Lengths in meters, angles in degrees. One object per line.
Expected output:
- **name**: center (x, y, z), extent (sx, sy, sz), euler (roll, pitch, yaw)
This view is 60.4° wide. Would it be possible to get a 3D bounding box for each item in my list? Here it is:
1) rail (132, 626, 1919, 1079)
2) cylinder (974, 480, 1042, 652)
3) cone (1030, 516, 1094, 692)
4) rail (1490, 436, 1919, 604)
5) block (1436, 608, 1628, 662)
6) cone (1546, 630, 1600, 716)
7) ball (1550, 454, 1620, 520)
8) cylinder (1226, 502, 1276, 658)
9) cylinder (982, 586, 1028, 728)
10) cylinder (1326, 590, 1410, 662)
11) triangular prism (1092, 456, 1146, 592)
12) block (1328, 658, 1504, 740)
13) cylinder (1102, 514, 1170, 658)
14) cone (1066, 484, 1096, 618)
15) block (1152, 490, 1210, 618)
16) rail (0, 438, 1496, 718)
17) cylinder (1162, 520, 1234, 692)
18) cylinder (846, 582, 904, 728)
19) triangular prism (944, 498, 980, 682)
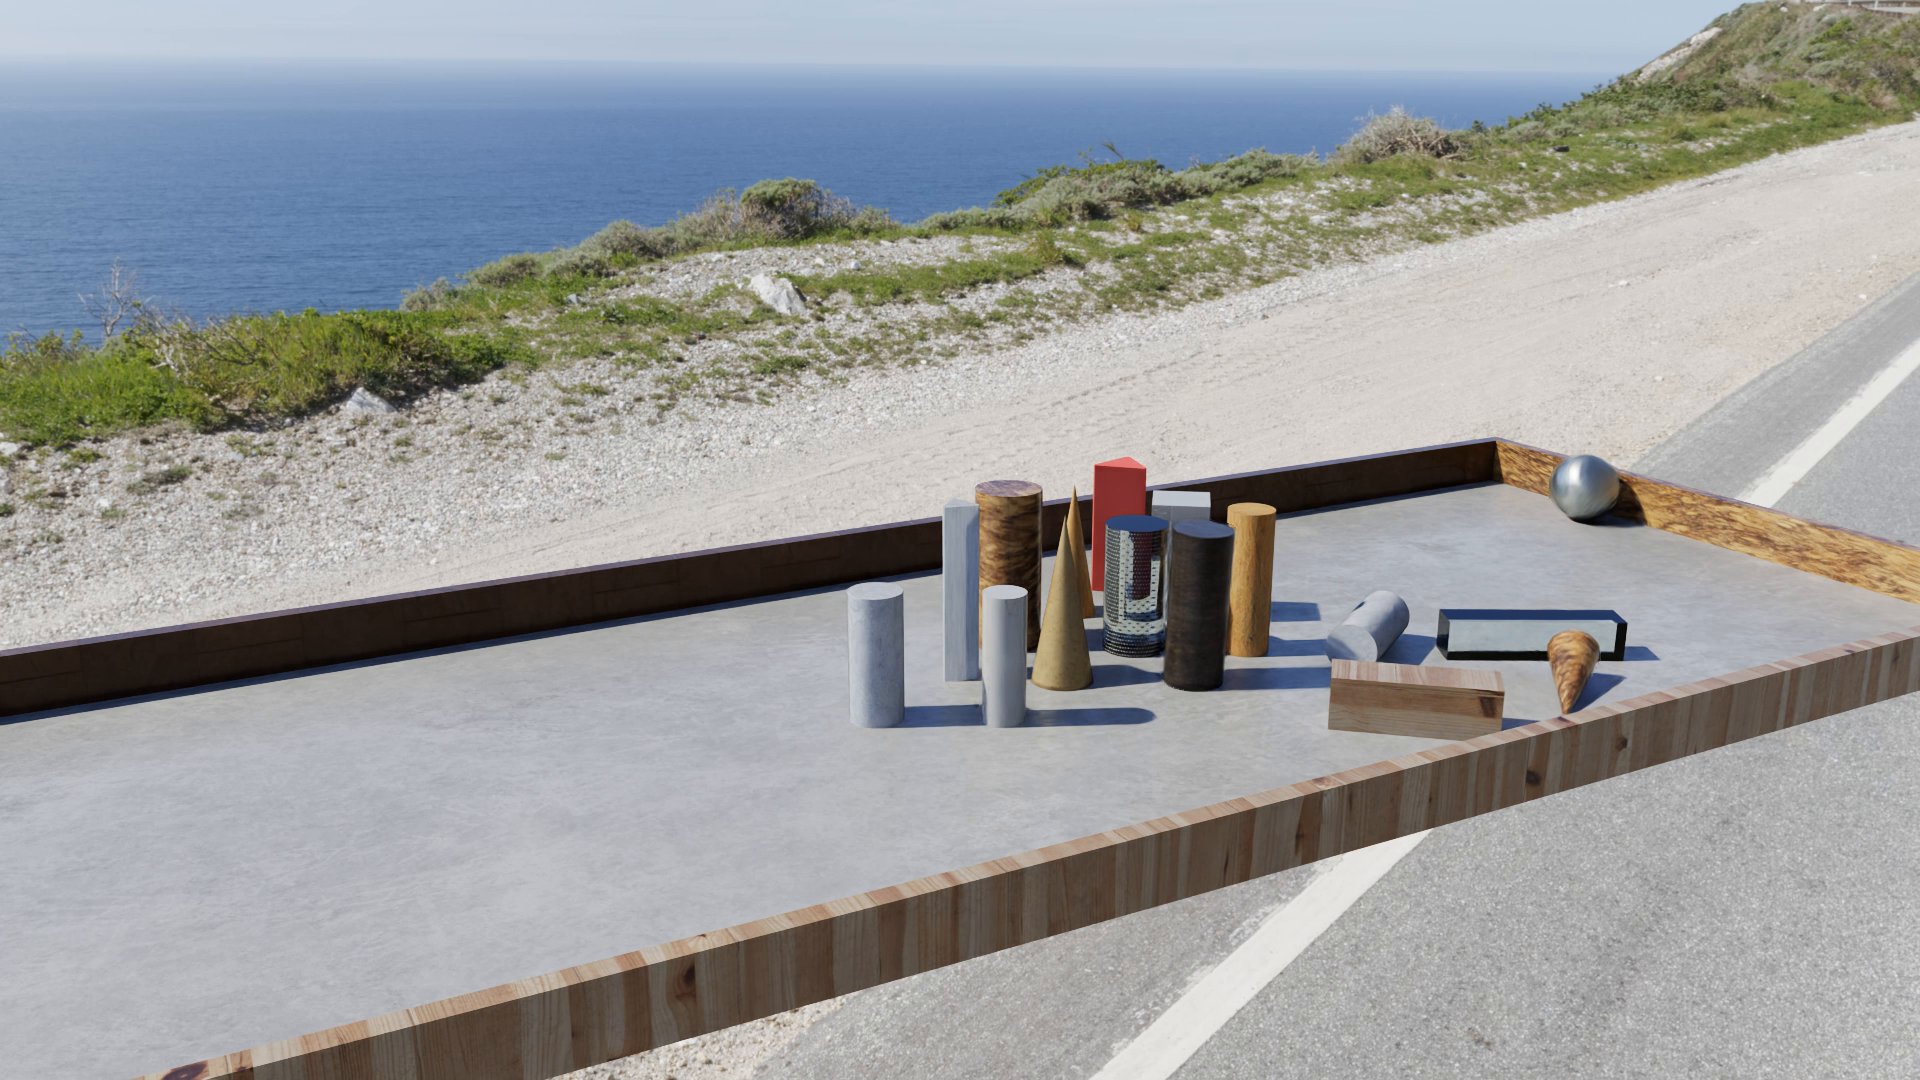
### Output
- **rail**: center (-2.336, 1.006, 1.665), extent (12.000, 0.150, 0.050), euler (-9, 18, -27)
- **cylinder**: center (0.127, 0.069, 4.363), extent (0.178, 0.427, 0.178), euler (0, 16, 0)
- **cone**: center (0.257, 0.145, 4.095), extent (0.159, 0.433, 0.159), euler (0, 16, 0)
- **rail**: center (2.466, -0.048, 5.253), extent (0.050, 0.150, 2.100), euler (-9, 18, -27)
- **block**: center (1.495, 0.249, 4.321), extent (0.456, 0.105, 0.105), euler (0, 16, 1)
- **cone**: center (1.489, 0.356, 4.033), extent (0.126, 0.126, 0.340), euler (6, 28, 21)
- **ball**: center (2.111, -0.177, 5.565), extent (0.221, 0.221, 0.221), euler (0, 16, 0)
- **cylinder**: center (0.754, 0.105, 4.314), extent (0.124, 0.386, 0.124), euler (0, 16, 0)
- **cylinder**: center (0.104, 0.273, 3.862), extent (0.105, 0.318, 0.105), euler (0, 16, 0)
- **cylinder**: center (1.067, 0.239, 4.305), extent (0.133, 0.133, 0.315), euler (9, 19, 28)
- **triangular prism**: center (0.476, -0.046, 4.839), extent (0.150, 0.379, 0.130), euler (5, 17, 16)
- **block**: center (1.060, 0.375, 3.851), extent (0.384, 0.129, 0.129), euler (4, 17, 12)
- **cylinder**: center (0.461, 0.121, 4.337), extent (0.166, 0.342, 0.166), euler (0, 16, 0)
- **cone**: center (0.317, 0.023, 4.609), extent (0.130, 0.377, 0.130), euler (0, 16, 0)
- **block**: center (0.611, 0.046, 4.602), extent (0.157, 0.335, 0.157), euler (2, 17, 7)
- **rail**: center (-3.305, 0.497, 3.399), extent (12.000, 0.150, 0.050), euler (-9, 18, -27)
- **cylinder**: center (0.591, 0.163, 4.092), extent (0.150, 0.395, 0.150), euler (2, 17, -1)
- **cylinder**: center (-0.197, 0.270, 3.872), extent (0.131, 0.318, 0.131), euler (0, 16, 0)
- **triangular prism**: center (-0.006, 0.124, 4.127), extent (0.091, 0.454, 0.079), euler (-4, 17, -14)
